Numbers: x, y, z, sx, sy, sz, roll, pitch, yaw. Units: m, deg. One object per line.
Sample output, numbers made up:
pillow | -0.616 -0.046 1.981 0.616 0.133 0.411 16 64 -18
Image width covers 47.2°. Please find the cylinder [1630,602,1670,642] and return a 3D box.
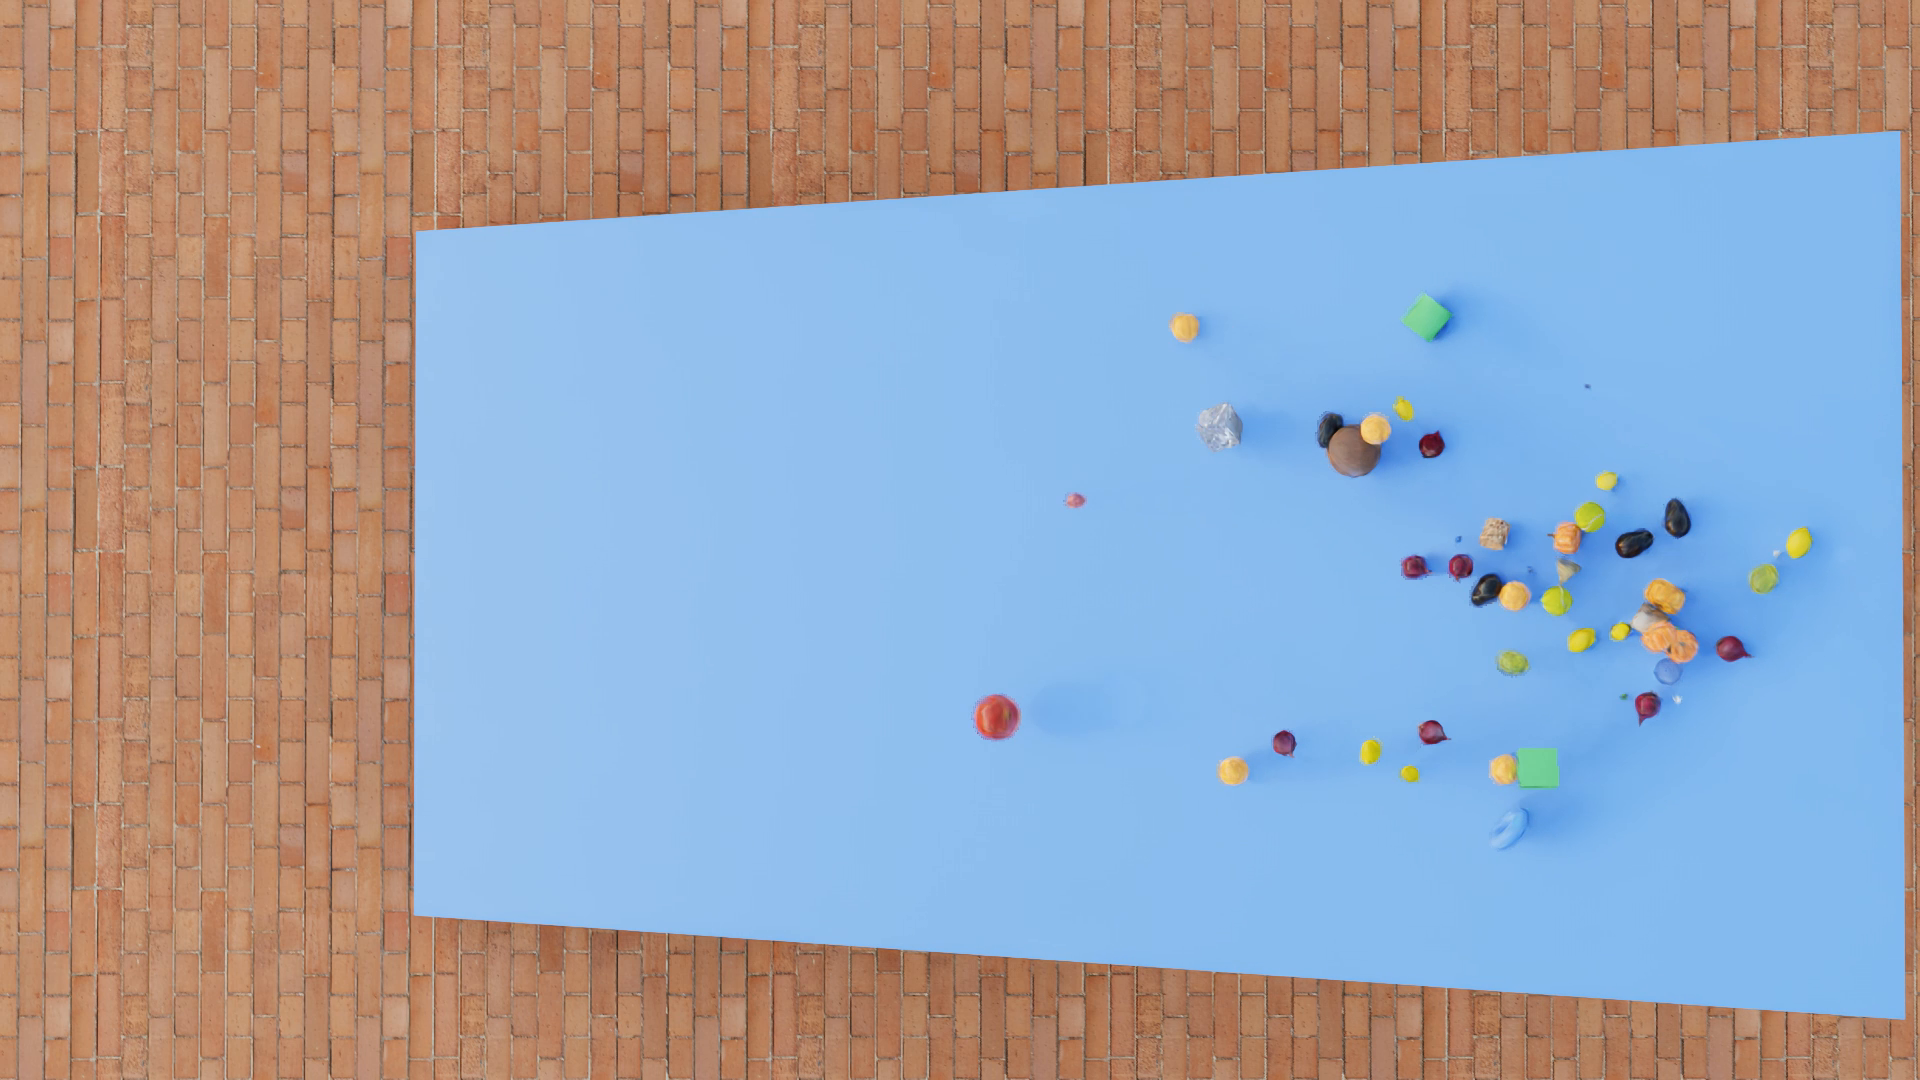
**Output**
cylinder | 1.605 0.190 5.118 0.068 0.068 0.068 34 89 19

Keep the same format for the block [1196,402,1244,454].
block | 0.645 -0.279 5.452 0.078 0.078 0.078 -21 123 30

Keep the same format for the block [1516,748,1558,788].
block | 1.350 0.534 5.139 0.087 0.087 0.087 -2 79 11

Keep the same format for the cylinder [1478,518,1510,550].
cylinder | 1.275 -0.015 5.246 0.059 0.059 0.059 24 74 0

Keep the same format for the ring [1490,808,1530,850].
ring | 1.303 0.683 5.208 0.039 0.116 0.116 39 89 -2

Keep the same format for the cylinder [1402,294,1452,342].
cylinder | 1.127 -0.536 5.306 0.086 0.086 0.086 37 103 0

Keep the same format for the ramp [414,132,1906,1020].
ramp | 0.283 0.087 5.737 4.000 0.100 2.000 0 89 22

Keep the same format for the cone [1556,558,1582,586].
cone | 1.427 0.084 5.195 0.060 0.060 0.060 18 111 0

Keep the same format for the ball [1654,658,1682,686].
ball | 1.643 0.305 5.103 0.065 0.065 0.065 0 89 0
